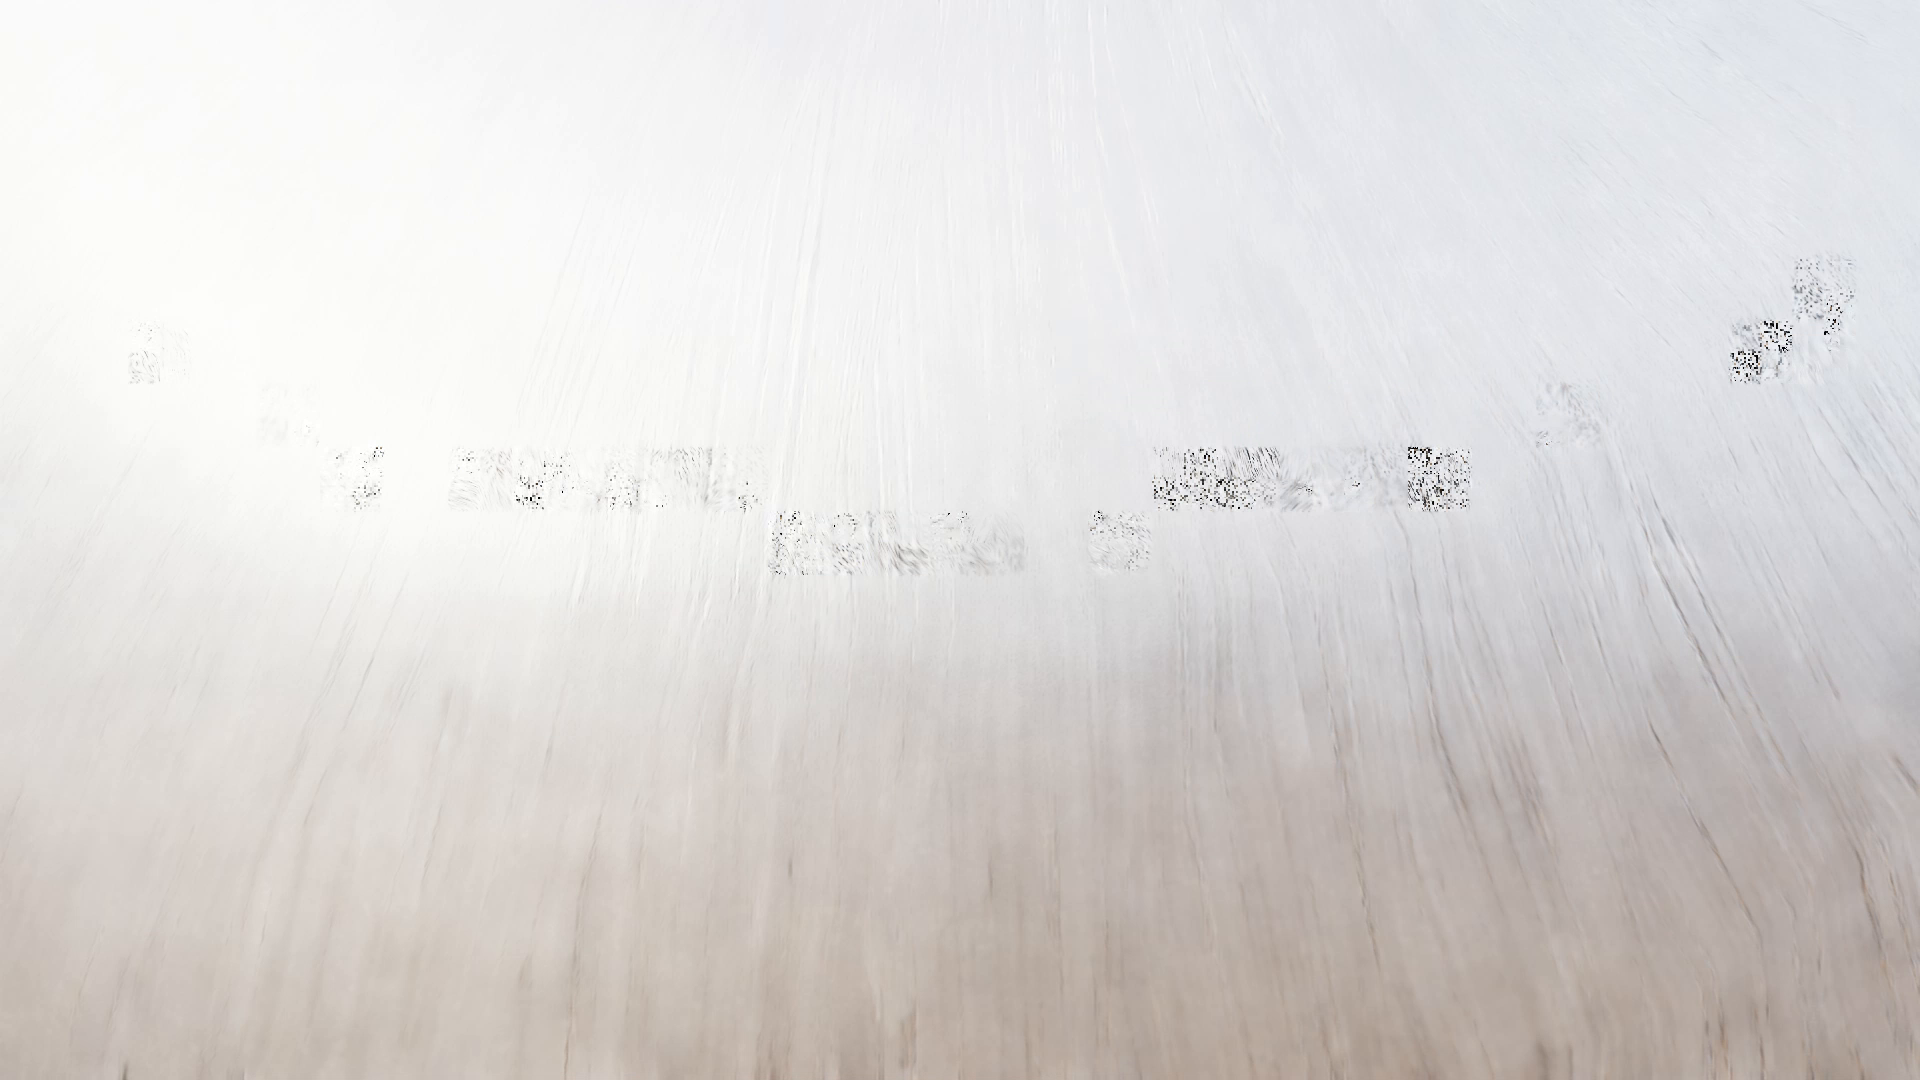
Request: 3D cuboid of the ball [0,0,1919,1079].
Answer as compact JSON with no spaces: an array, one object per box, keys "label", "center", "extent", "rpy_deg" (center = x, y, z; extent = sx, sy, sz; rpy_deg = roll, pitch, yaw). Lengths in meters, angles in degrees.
[{"label":"ball","center":[0.000,-0.002,0.056],"extent":[0.080,0.080,0.080],"rpy_deg":[0,4,0]}]
